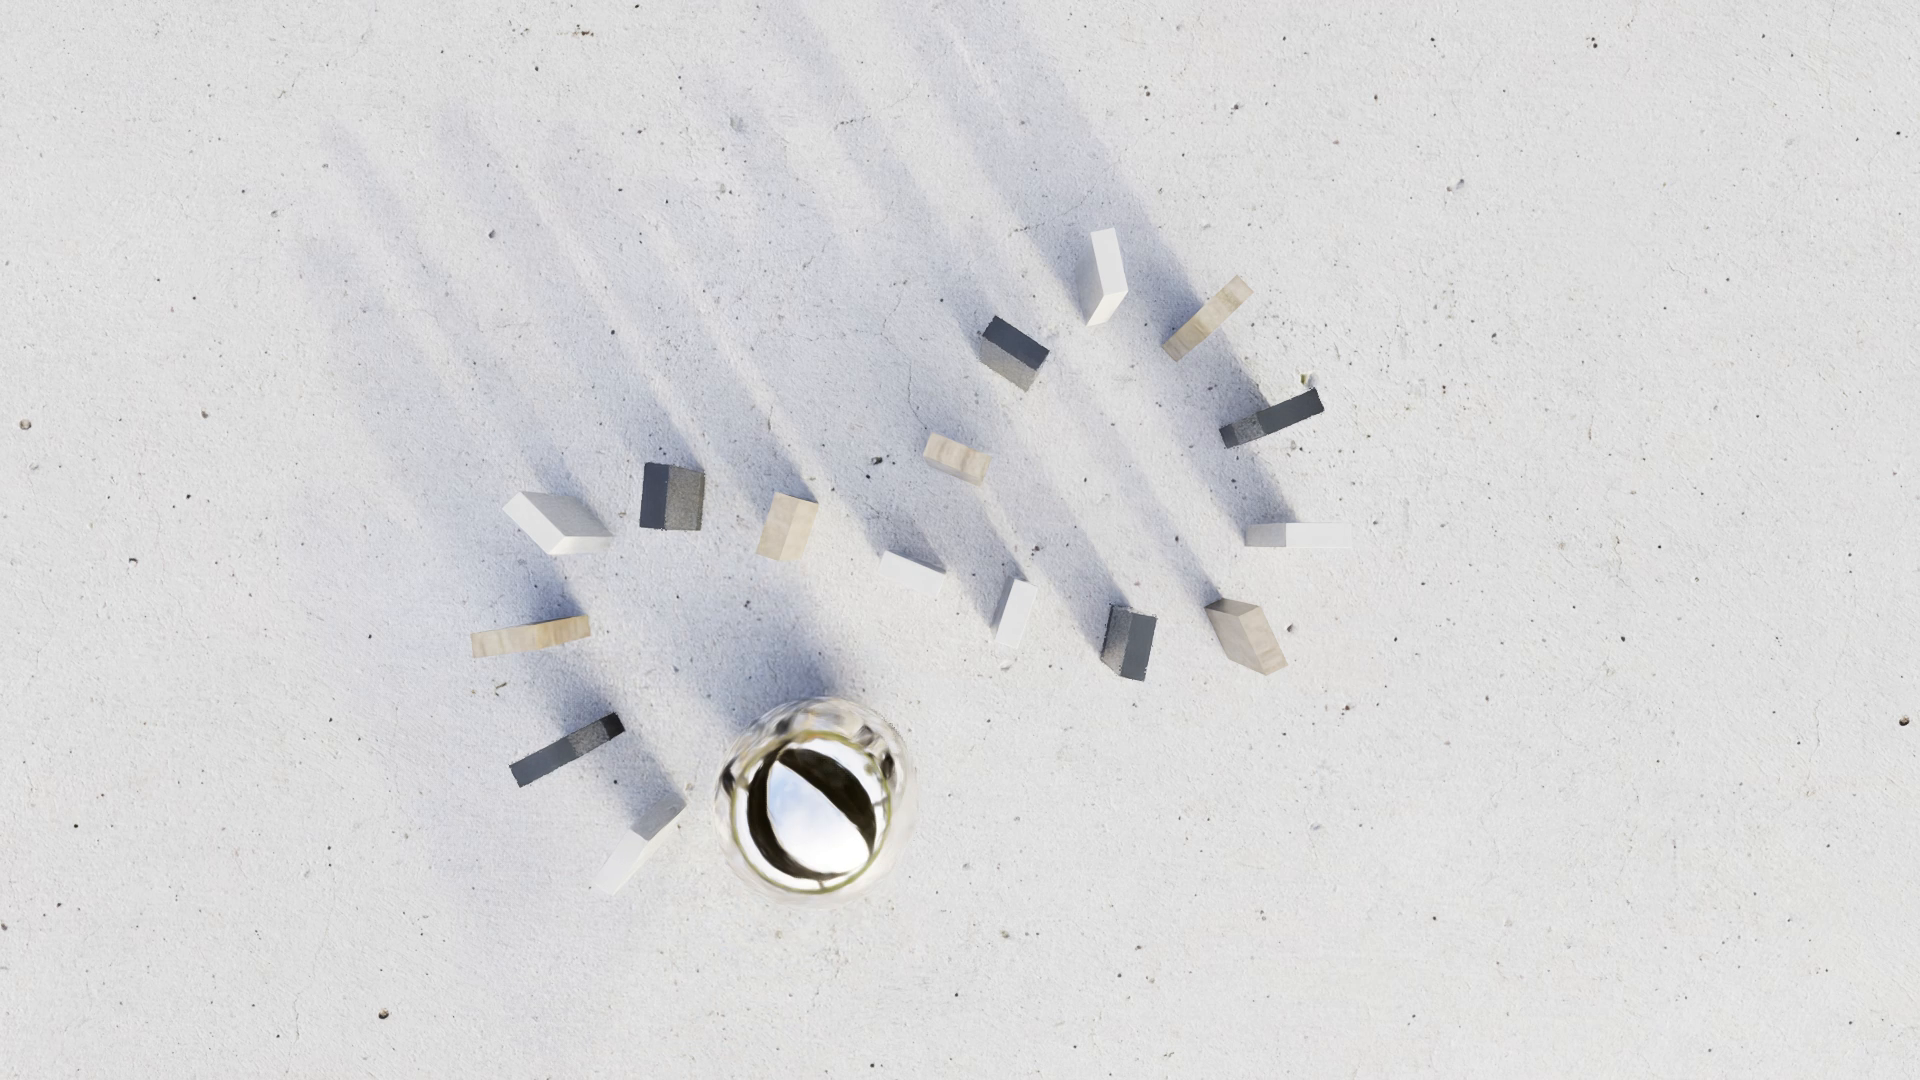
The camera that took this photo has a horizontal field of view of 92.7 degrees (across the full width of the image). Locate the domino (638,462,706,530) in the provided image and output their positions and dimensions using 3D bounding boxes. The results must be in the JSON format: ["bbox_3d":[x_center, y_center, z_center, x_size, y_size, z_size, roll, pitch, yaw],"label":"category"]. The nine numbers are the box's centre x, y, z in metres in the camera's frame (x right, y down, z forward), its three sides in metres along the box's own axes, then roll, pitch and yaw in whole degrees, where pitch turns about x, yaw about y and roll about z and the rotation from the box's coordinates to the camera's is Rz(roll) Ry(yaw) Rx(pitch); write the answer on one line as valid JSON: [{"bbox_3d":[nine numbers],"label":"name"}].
[{"bbox_3d":[-0.117,-0.017,0.375,0.009,0.050,0.025,5,90,0],"label":"domino"}]

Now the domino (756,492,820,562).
[{"bbox_3d":[-0.070,-0.005,0.375,0.009,0.050,0.025,18,90,0],"label":"domino"}]

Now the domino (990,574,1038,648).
[{"bbox_3d":[0.021,0.028,0.375,0.010,0.050,0.025,19,90,0],"label":"domino"}]

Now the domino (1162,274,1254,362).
[{"bbox_3d":[0.100,-0.089,0.375,0.025,0.050,0.010,-44,90,0],"label":"domino"}]

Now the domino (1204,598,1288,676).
[{"bbox_3d":[0.116,0.039,0.375,0.009,0.050,0.025,-25,90,0],"label":"domino"}]

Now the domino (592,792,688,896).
[{"bbox_3d":[-0.130,0.123,0.375,0.009,0.050,0.025,34,90,0],"label":"domino"}]

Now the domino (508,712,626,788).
[{"bbox_3d":[-0.159,0.085,0.375,0.025,0.050,0.010,-28,90,0],"label":"domino"}]

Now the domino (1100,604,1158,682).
[{"bbox_3d":[0.068,0.041,0.375,0.010,0.050,0.025,12,90,0],"label":"domino"}]

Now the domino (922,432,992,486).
[{"bbox_3d":[-0.001,-0.032,0.375,0.025,0.050,0.010,23,90,0],"label":"domino"}]

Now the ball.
[{"bbox_3d":[-0.056,0.102,0.360,0.080,0.080,0.080,0,90,0],"label":"ball"}]

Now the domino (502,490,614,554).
[{"bbox_3d":[-0.163,-0.007,0.375,0.009,0.050,0.025,-45,90,0],"label":"domino"}]

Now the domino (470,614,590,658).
[{"bbox_3d":[-0.174,0.039,0.375,0.025,0.050,0.009,-8,90,0],"label":"domino"}]

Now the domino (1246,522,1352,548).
[{"bbox_3d":[0.137,-0.002,0.375,0.025,0.050,0.010,0,90,0],"label":"domino"}]

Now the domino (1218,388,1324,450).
[{"bbox_3d":[0.126,-0.049,0.375,0.025,0.050,0.010,-23,90,0],"label":"domino"}]

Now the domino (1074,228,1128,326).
[{"bbox_3d":[0.057,-0.106,0.375,0.009,0.050,0.025,-12,90,0],"label":"domino"}]

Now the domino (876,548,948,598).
[{"bbox_3d":[-0.019,0.013,0.375,0.025,0.050,0.009,23,90,0],"label":"domino"}]

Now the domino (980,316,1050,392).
[{"bbox_3d":[0.021,-0.075,0.375,0.025,0.050,0.010,33,90,0],"label":"domino"}]
